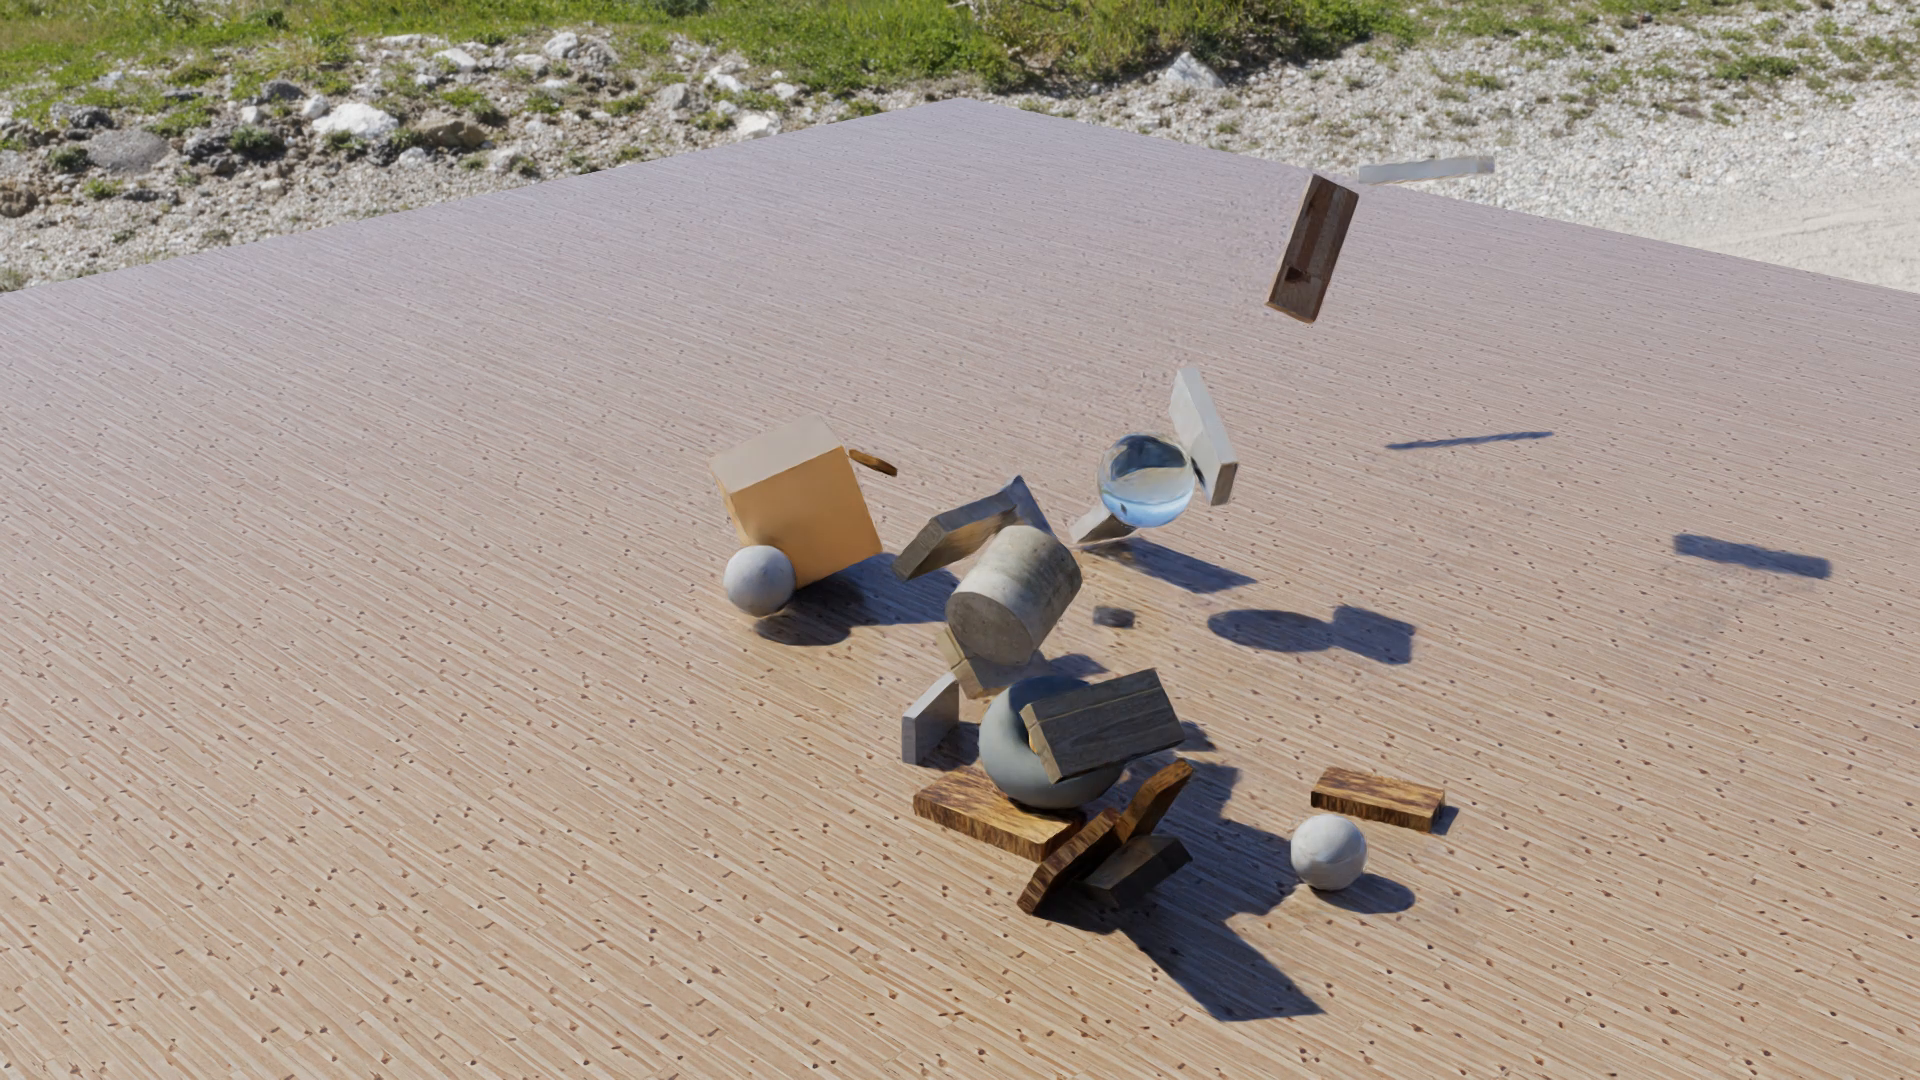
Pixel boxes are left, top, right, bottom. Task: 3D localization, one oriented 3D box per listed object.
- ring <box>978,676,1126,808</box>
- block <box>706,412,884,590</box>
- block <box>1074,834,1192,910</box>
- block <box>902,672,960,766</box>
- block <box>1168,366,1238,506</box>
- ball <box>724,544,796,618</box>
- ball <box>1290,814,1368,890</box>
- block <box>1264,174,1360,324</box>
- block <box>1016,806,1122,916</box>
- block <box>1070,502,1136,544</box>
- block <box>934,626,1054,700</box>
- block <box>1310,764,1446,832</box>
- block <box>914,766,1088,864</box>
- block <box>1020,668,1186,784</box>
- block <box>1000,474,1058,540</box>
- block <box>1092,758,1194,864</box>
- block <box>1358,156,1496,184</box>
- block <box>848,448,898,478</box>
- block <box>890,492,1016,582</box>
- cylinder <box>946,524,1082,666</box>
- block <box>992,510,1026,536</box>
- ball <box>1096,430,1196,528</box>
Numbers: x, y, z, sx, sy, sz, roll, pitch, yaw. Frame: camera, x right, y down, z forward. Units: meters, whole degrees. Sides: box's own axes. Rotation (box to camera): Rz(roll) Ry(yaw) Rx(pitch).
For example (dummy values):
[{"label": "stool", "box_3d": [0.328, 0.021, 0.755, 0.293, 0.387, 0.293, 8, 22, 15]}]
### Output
[{"label": "ring", "box_3d": [0.189, 0.406, 4.438, 0.306, 0.102, 0.306, 0, 51, 0]}, {"label": "block", "box_3d": [-0.412, -0.088, 5.464, 0.298, 0.298, 0.298, -24, 24, -8]}, {"label": "block", "box_3d": [0.309, 0.597, 3.984, 0.151, 0.043, 0.384, -35, -2, -8]}, {"label": "block", "box_3d": [-0.062, 0.382, 4.717, 0.032, 0.112, 0.223, 10, 25, 23]}, {"label": "block", "box_3d": [0.575, -0.247, 5.208, 0.044, 0.154, 0.308, -9, 53, -13]}, {"label": "ball", "box_3d": [-0.478, 0.097, 5.247, 0.173, 0.173, 0.173, 0, 23, 0]}, {"label": "ball", "box_3d": [0.700, 0.593, 4.178, 0.145, 0.145, 0.145, 0, 23, 0]}, {"label": "block", "box_3d": [1.027, -0.849, 6.420, 0.154, 0.415, 0.044, 23, -11, -10]}, {"label": "block", "box_3d": [0.209, 0.606, 4.168, 0.035, 0.123, 0.246, 40, 39, 16]}, {"label": "block", "box_3d": [0.416, -0.071, 5.605, 0.158, 0.045, 0.317, -9, -15, -24]}, {"label": "block", "box_3d": [0.080, 0.259, 4.853, 0.045, 0.158, 0.317, -37, -17, 27]}, {"label": "block", "box_3d": [0.851, 0.526, 4.477, 0.246, 0.035, 0.123, 11, 25, 24]}, {"label": "block", "box_3d": [0.080, 0.548, 4.412, 0.317, 0.045, 0.158, 17, 28, 34]}, {"label": "block", "box_3d": [0.272, 0.350, 4.160, 0.302, 0.043, 0.151, -13, 70, -34]}, {"label": "block", "box_3d": [0.175, -0.044, 5.309, 0.032, 0.223, 0.112, -28, 7, 19]}, {"label": "block", "box_3d": [0.349, 0.529, 4.215, 0.035, 0.246, 0.123, 44, 41, 20]}, {"label": "block", "box_3d": [1.191, -0.942, 5.609, 0.308, 0.044, 0.154, -1, 7, 31]}, {"label": "block", "box_3d": [-0.180, -0.160, 4.574, 0.065, 0.018, 0.130, 20, -2, 19]}, {"label": "block", "box_3d": [-0.012, -0.008, 4.500, 0.043, 0.151, 0.302, 48, 28, 12]}, {"label": "cylinder", "box_3d": [0.105, 0.108, 4.275, 0.195, 0.195, 0.195, 14, 49, 30]}, {"label": "block", "box_3d": [0.105, -0.026, 4.734, 0.018, 0.065, 0.130, 43, 0, 13]}, {"label": "ball", "box_3d": [0.443, -0.144, 5.235, 0.233, 0.233, 0.233, 0, 23, 0]}]
